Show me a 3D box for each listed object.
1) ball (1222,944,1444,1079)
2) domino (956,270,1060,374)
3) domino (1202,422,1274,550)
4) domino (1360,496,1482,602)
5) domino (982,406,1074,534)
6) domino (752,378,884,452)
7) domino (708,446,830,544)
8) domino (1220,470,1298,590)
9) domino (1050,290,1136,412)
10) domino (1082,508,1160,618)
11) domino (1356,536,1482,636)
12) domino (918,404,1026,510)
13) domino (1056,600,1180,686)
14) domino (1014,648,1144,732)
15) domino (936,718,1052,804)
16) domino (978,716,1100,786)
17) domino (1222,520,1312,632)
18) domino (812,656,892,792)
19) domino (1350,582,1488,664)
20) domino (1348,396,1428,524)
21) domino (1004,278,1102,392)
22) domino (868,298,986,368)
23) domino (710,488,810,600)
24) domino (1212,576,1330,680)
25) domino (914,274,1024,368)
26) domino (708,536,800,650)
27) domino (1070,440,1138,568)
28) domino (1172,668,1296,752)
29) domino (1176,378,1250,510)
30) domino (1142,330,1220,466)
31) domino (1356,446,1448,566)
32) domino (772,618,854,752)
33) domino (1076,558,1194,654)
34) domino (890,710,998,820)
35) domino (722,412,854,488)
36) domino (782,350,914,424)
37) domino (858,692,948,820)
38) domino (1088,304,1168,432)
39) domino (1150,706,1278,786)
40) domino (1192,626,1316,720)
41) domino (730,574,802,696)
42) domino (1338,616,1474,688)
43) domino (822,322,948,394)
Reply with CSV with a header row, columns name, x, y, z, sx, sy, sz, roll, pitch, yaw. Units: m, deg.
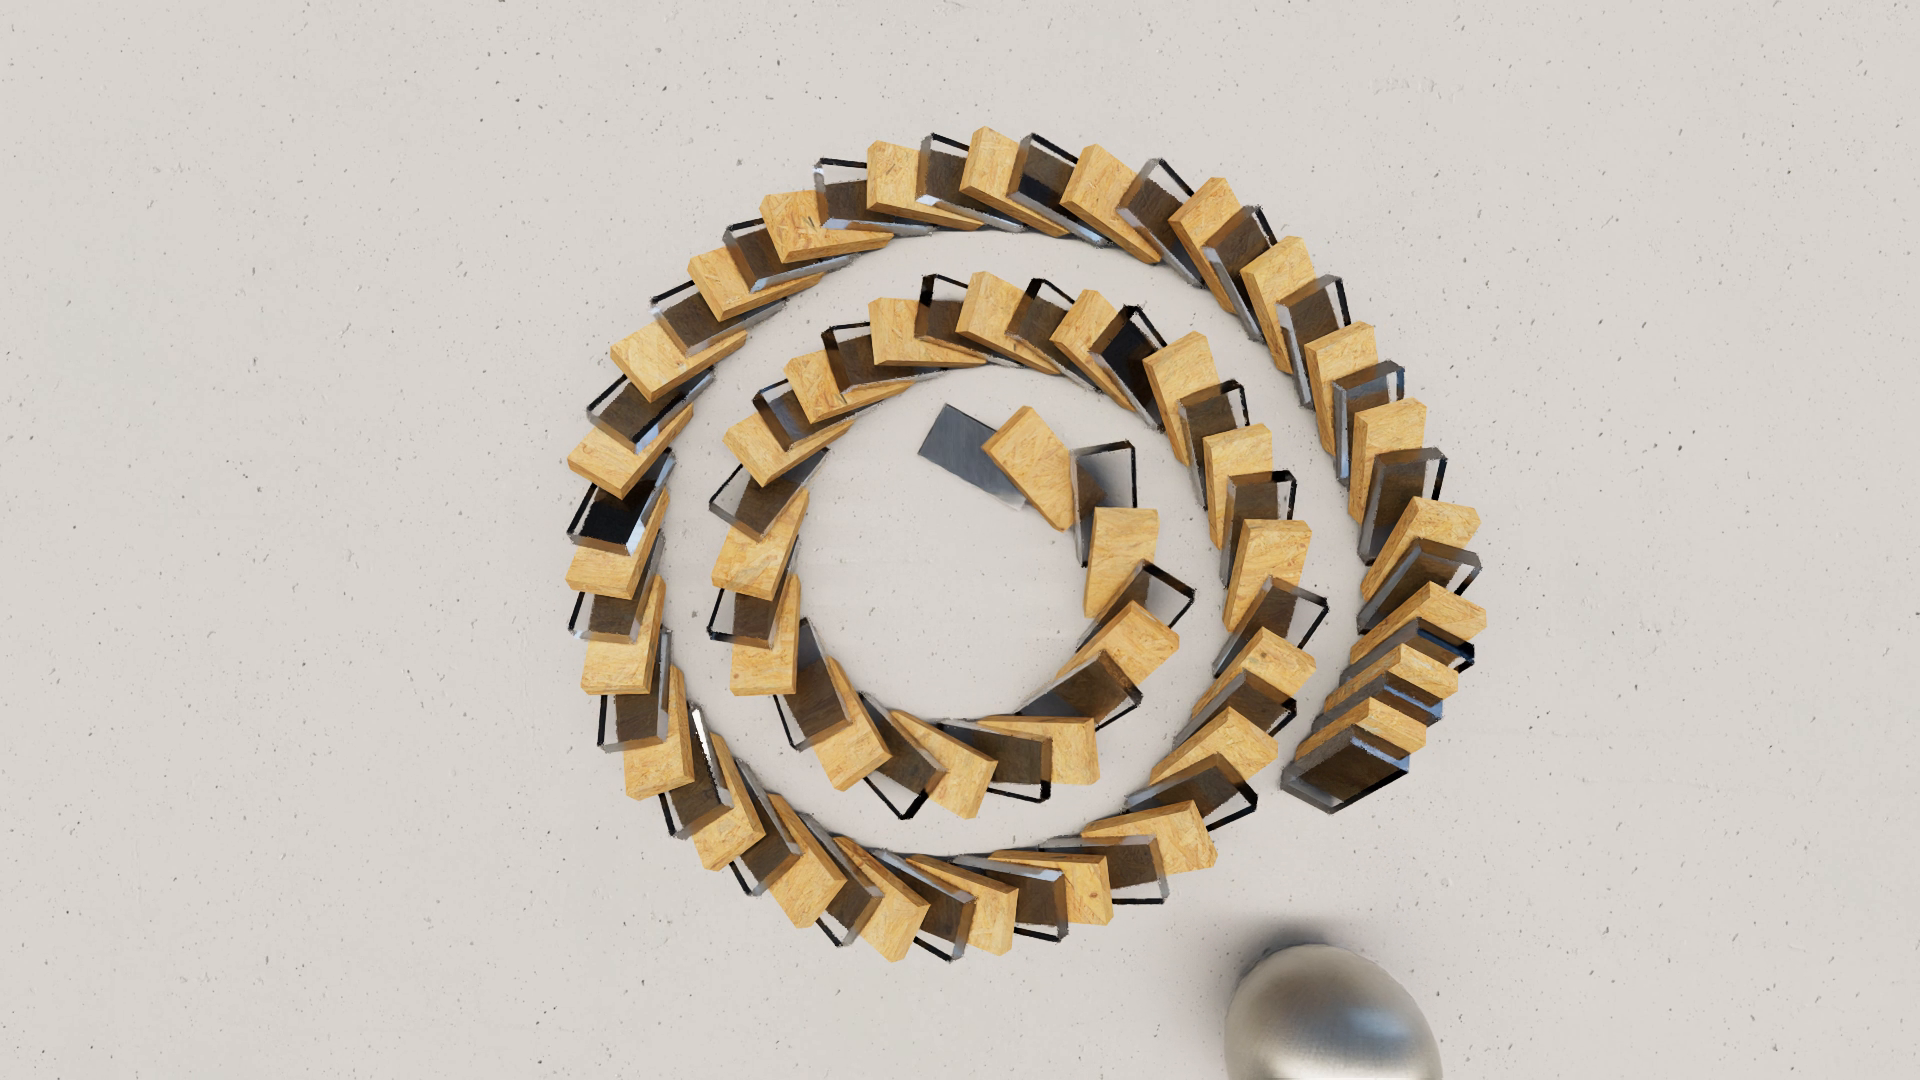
name,x,y,z,sx,sy,sz,roll,pitch,yaw
ball,0.145,0.203,0.360,0.080,0.080,0.080,0,90,0
domino,0.024,-0.090,0.382,0.050,0.009,0.025,17,88,-35
domino,0.117,-0.022,0.383,0.025,0.009,0.050,-15,122,-1
domino,0.190,0.007,0.380,0.025,0.010,0.050,11,130,0
domino,0.035,-0.029,0.385,0.025,0.009,0.050,-46,113,-4
domino,-0.058,-0.058,0.381,0.050,0.010,0.025,-33,90,-38
domino,-0.079,-0.026,0.384,0.025,0.010,0.050,34,61,0
domino,0.124,-0.004,0.383,0.025,0.010,0.050,-6,121,-2
domino,0.062,-0.078,0.382,0.050,0.010,0.025,35,89,-34
domino,0.067,0.010,0.382,0.025,0.009,0.050,2,124,0
domino,0.189,0.023,0.380,0.025,0.010,0.050,16,133,0
domino,0.010,-0.036,0.395,0.050,0.009,0.025,29,90,0
domino,0.065,0.051,0.382,0.025,0.009,0.050,37,120,-5
domino,0.049,0.069,0.382,0.025,0.010,0.050,49,123,0
domino,0.013,0.091,0.382,0.050,0.009,0.025,3,93,32
domino,0.032,0.087,0.382,0.050,0.009,0.025,-6,92,33
domino,0.127,0.016,0.383,0.025,0.010,0.050,1,121,-2
domino,-0.052,0.076,0.383,0.025,0.010,0.050,-36,60,1
domino,0.188,0.040,0.379,0.025,0.050,0.009,27,46,0
domino,0.177,-0.032,0.381,0.025,0.010,0.050,-16,126,-3
domino,0.045,-0.085,0.383,0.050,0.010,0.025,26,90,-33
domino,-0.013,-0.086,0.381,0.050,0.010,0.025,-6,90,-36
domino,-0.083,-0.001,0.383,0.025,0.009,0.050,14,60,1
domino,0.129,0.041,0.384,0.025,0.010,0.050,23,118,-1
domino,0.006,-0.091,0.382,0.050,0.010,0.025,9,89,-35
domino,-0.085,0.019,0.383,0.025,0.010,0.050,9,59,2
domino,0.061,-0.015,0.384,0.025,0.010,0.050,-10,115,-7
domino,0.113,0.078,0.382,0.025,0.009,0.050,32,124,-1
domino,0.109,-0.039,0.383,0.025,0.010,0.050,-21,120,0
domino,0.096,-0.058,0.382,0.025,0.009,0.050,-30,121,-3
domino,0.183,-0.013,0.382,0.025,0.009,0.050,-7,125,0
domino,-0.066,0.060,0.384,0.025,0.010,0.050,-27,60,0
domino,0.073,0.034,0.383,0.025,0.009,0.050,32,120,-2
domino,-0.011,0.093,0.384,0.050,0.010,0.025,22,90,30
domino,-0.071,-0.045,0.381,0.025,0.010,0.050,49,52,1
domino,-0.046,-0.068,0.381,0.050,0.010,0.025,-26,89,-37
domino,-0.031,0.090,0.382,0.050,0.009,0.025,39,94,32
domino,0.077,-0.071,0.381,0.025,0.010,0.050,-51,124,-3
domino,0.105,0.093,0.382,0.025,0.009,0.050,36,124,-3
domino,0.122,0.063,0.384,0.025,0.009,0.050,31,118,0
domino,-0.081,0.039,0.384,0.025,0.009,0.050,-2,61,0
domino,0.183,0.053,0.378,0.025,0.050,0.010,27,51,0
domino,-0.031,-0.078,0.381,0.050,0.009,0.025,-17,89,-37
